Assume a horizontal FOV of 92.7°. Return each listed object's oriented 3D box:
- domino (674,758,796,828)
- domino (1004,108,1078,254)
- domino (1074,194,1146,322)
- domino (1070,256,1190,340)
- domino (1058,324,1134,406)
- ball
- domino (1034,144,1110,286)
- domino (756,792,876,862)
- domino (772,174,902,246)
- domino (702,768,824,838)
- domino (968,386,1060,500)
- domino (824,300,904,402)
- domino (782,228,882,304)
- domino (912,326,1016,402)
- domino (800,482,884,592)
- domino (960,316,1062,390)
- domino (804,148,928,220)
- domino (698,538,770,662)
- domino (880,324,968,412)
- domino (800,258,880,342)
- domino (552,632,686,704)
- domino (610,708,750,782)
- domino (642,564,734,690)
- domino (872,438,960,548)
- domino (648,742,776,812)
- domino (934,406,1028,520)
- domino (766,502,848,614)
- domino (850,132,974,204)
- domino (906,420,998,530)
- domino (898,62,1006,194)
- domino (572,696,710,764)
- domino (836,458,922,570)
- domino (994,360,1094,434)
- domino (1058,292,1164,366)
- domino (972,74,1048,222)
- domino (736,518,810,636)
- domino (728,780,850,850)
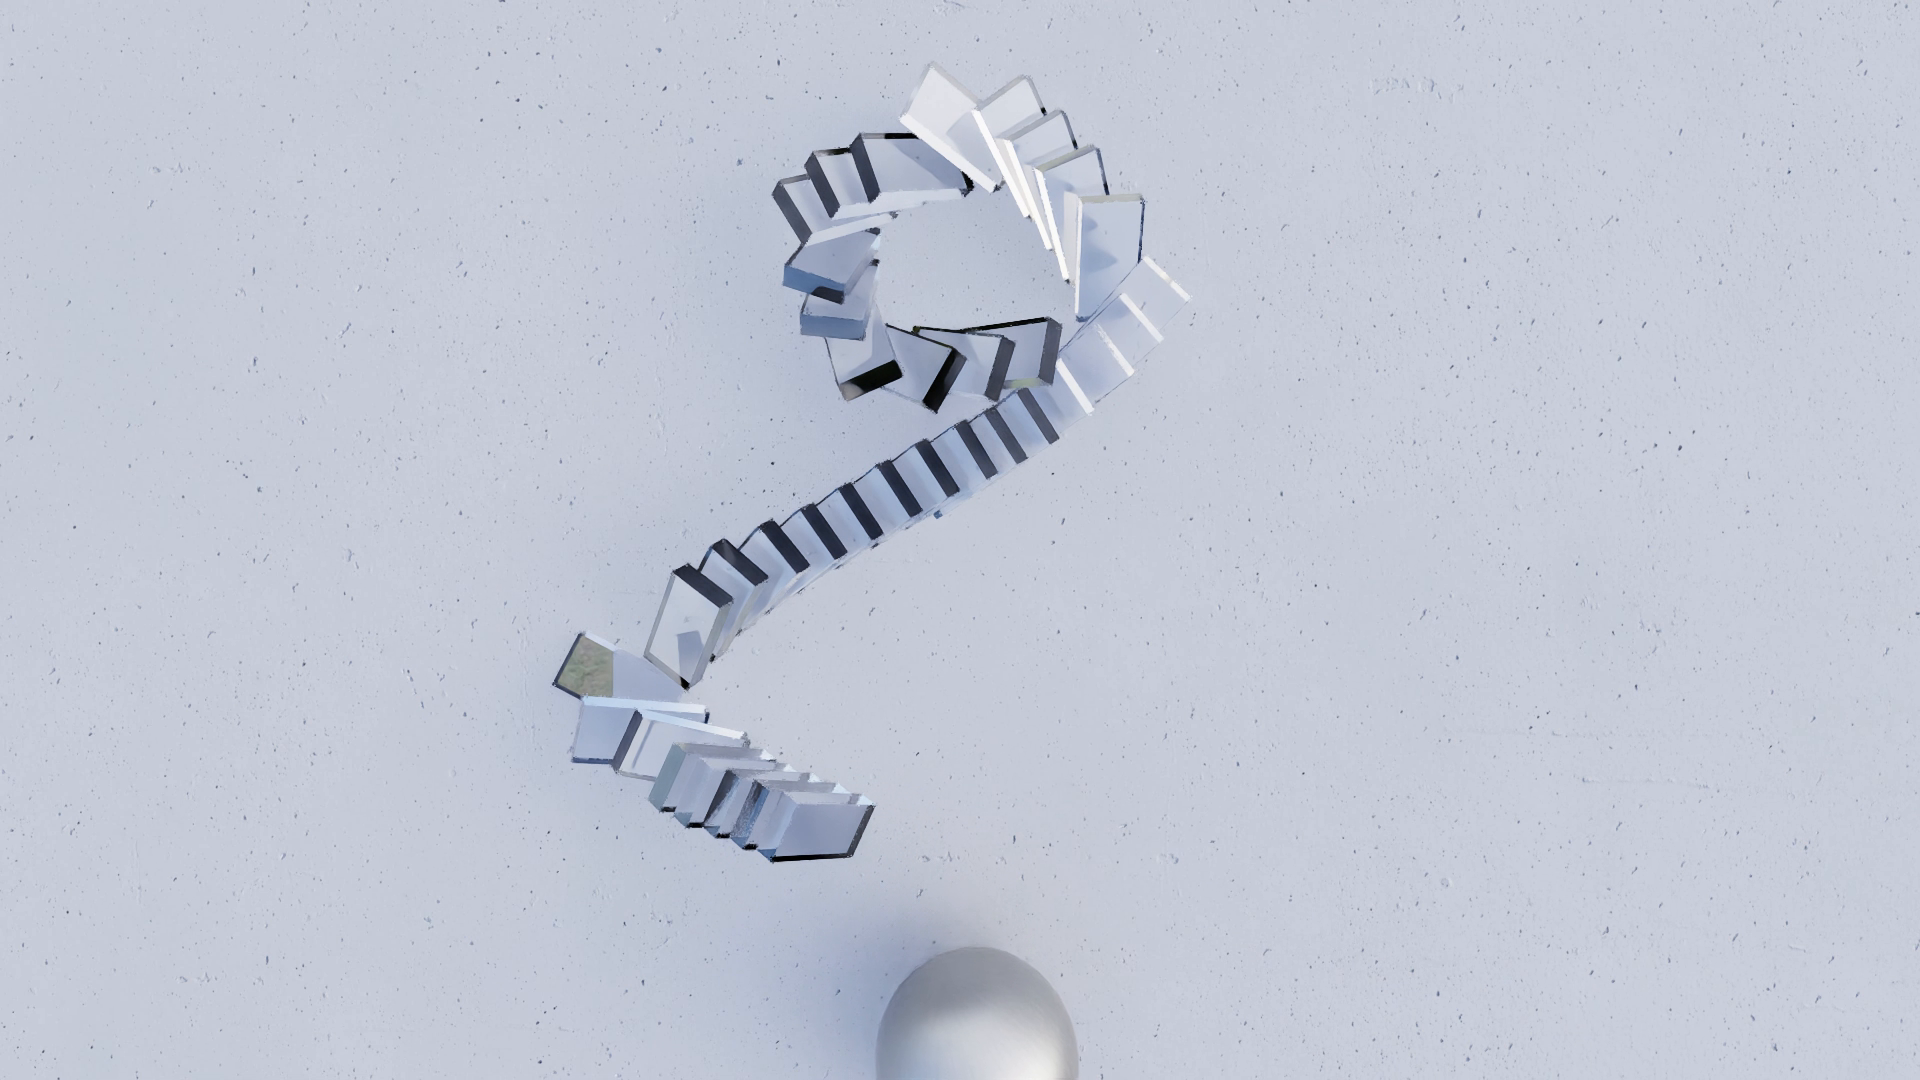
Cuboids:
[{"bbox_3d":[-0.091,0.104,0.377,0.009,0.050,0.025,24,90,36],"label":"domino"},{"bbox_3d":[0.040,-0.149,0.382,0.025,0.009,0.050,-30,125,0],"label":"domino"},{"bbox_3d":[0.062,-0.117,0.381,0.025,0.009,0.050,-3,128,0],"label":"domino"},{"bbox_3d":[0.069,-0.090,0.382,0.025,0.009,0.050,43,123,-1],"label":"domino"},{"bbox_3d":[0.045,-0.064,0.382,0.050,0.010,0.025,-36,94,32],"label":"domino"},{"bbox_3d":[0.006,0.203,0.360,0.080,0.080,0.080,0,90,0],"label":"ball"},{"bbox_3d":[0.050,-0.134,0.381,0.025,0.009,0.050,-23,128,-1],"label":"domino"},{"bbox_3d":[-0.058,0.118,0.377,0.009,0.050,0.025,24,90,36],"label":"domino"},{"bbox_3d":[-0.050,-0.141,0.381,0.050,0.010,0.025,-31,89,-37],"label":"domino"},{"bbox_3d":[-0.080,0.109,0.377,0.009,0.050,0.025,24,90,36],"label":"domino"},{"bbox_3d":[0.015,-0.039,0.381,0.050,0.009,0.025,-33,90,39],"label":"domino"},{"bbox_3d":[-0.042,-0.080,0.379,0.025,0.009,0.050,-23,48,4],"label":"domino"},{"bbox_3d":[-0.052,-0.117,0.379,0.025,0.050,0.010,18,135,1],"label":"domino"},{"bbox_3d":[-0.002,-0.074,0.380,0.050,0.010,0.025,17,90,40],"label":"domino"},{"bbox_3d":[-0.057,0.000,0.382,0.050,0.009,0.025,-33,90,34],"label":"domino"},{"bbox_3d":[0.018,-0.076,0.378,0.050,0.009,0.025,4,82,43],"label":"domino"},{"bbox_3d":[-0.037,-0.150,0.381,0.050,0.010,0.025,-25,87,-37],"label":"domino"},{"bbox_3d":[-0.101,0.026,0.381,0.025,0.009,0.050,40,123,6],"label":"domino"},{"bbox_3d":[-0.022,-0.072,0.379,0.050,0.009,0.025,30,90,44],"label":"domino"},{"bbox_3d":[-0.049,-0.101,0.379,0.025,0.050,0.009,6,134,0],"label":"domino"},{"bbox_3d":[-0.146,0.062,0.395,0.050,0.010,0.025,28,90,0],"label":"domino"},{"bbox_3d":[-0.115,0.088,0.381,0.050,0.010,0.025,25,90,-39],"label":"domino"},{"bbox_3d":[-0.113,0.037,0.381,0.025,0.010,0.050,35,122,9],"label":"domino"},{"bbox_3d":[-0.025,-0.019,0.380,0.050,0.010,0.025,-32,90,39],"label":"domino"},{"bbox_3d":[-0.101,0.098,0.377,0.009,0.050,0.025,24,90,36],"label":"domino"},{"bbox_3d":[0.002,-0.031,0.381,0.050,0.010,0.025,-33,90,39],"label":"domino"},{"bbox_3d":[-0.071,0.008,0.382,0.050,0.010,0.025,-36,89,34],"label":"domino"},{"bbox_3d":[-0.019,-0.155,0.381,0.050,0.009,0.025,-20,90,-37],"label":"domino"},{"bbox_3d":[-0.010,-0.026,0.379,0.050,0.010,0.025,-30,92,39],"label":"domino"},{"bbox_3d":[0.002,-0.172,0.383,0.050,0.010,0.025,29,84,-27],"label":"domino"},{"bbox_3d":[-0.133,0.081,0.382,0.050,0.009,0.025,11,99,-28],"label":"domino"},{"bbox_3d":[-0.041,-0.010,0.381,0.050,0.009,0.025,-33,90,37],"label":"domino"},{"bbox_3d":[0.028,-0.050,0.383,0.050,0.009,0.025,-34,90,32],"label":"domino"},{"bbox_3d":[0.057,-0.076,0.382,0.025,0.010,0.050,49,122,-2],"label":"domino"},{"bbox_3d":[0.028,-0.163,0.382,0.025,0.009,0.050,-36,125,-1],"label":"domino"},{"bbox_3d":[-0.086,0.016,0.381,0.025,0.010,0.050,51,124,3],"label":"domino"},{"bbox_3d":[-0.069,0.113,0.377,0.009,0.050,0.025,24,90,36],"label":"domino"}]
